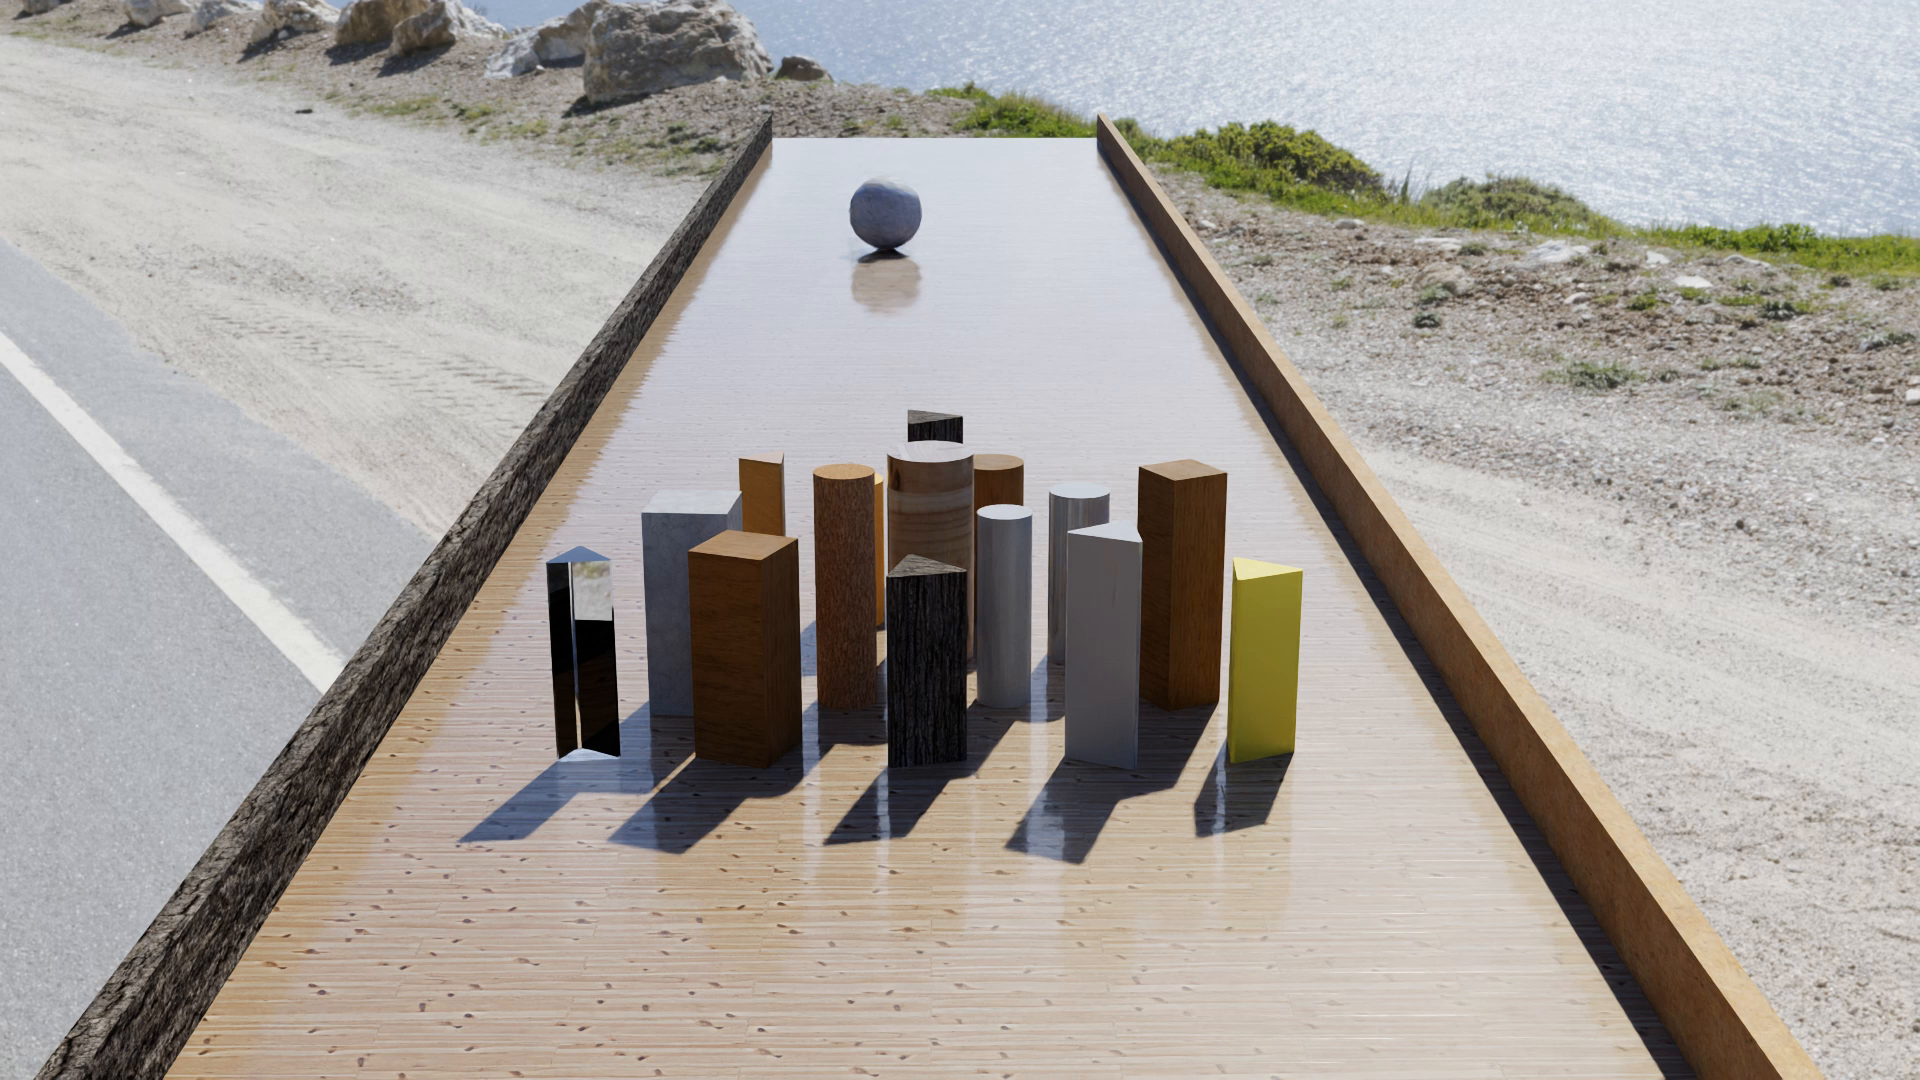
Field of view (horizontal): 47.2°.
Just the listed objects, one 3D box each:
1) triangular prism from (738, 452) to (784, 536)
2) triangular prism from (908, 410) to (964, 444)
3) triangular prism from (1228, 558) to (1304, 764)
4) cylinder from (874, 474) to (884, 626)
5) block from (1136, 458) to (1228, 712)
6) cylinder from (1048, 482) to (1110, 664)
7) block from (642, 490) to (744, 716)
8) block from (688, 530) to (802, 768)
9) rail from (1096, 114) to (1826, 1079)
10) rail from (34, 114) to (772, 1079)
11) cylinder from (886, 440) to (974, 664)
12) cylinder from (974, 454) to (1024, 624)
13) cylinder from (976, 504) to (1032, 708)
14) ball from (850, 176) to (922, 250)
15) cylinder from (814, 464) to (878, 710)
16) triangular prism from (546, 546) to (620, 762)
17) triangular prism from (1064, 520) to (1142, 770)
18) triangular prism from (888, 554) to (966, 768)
[{"bbox_3d":[-0.374,0.029,4.410,0.098,0.409,0.085,9,19,27],"label":"triangular prism"},{"bbox_3d":[-0.083,-0.101,4.922,0.138,0.368,0.120,-10,19,-31],"label":"triangular prism"},{"bbox_3d":[0.517,0.209,3.925,0.133,0.341,0.115,-8,18,-25],"label":"triangular prism"},{"bbox_3d":[-0.230,0.020,4.620,0.142,0.307,0.142,0,17,0],"label":"cylinder"},{"bbox_3d":[0.414,0.085,4.151,0.119,0.451,0.119,-9,19,-28],"label":"block"},{"bbox_3d":[0.237,0.066,4.400,0.121,0.344,0.121,0,17,0],"label":"cylinder"},{"bbox_3d":[-0.497,0.118,4.140,0.158,0.394,0.158,1,17,4],"label":"block"},{"bbox_3d":[-0.379,0.192,3.904,0.142,0.385,0.142,7,18,22],"label":"block"},{"bbox_3d":[0.932,-0.844,7.801,0.050,0.150,12.000,0,17,-1],"label":"rail"},{"bbox_3d":[-1.118,-0.838,7.780,0.050,0.150,12.000,0,17,-1],"label":"rail"},{"bbox_3d":[-0.058,0.030,4.377,0.173,0.426,0.173,0,17,0],"label":"cylinder"},{"bbox_3d":[0.066,-0.001,4.638,0.136,0.338,0.136,0,17,0],"label":"cylinder"},{"bbox_3d":[0.084,0.125,4.153,0.104,0.371,0.104,0,17,0],"label":"cylinder"},{"bbox_3d":[-0.317,-1.396,9.373,0.312,0.312,0.312,0,17,0],"label":"ball"},{"bbox_3d":[-0.215,0.088,4.139,0.114,0.450,0.114,0,17,0],"label":"cylinder"},{"bbox_3d":[-0.667,0.201,3.905,0.109,0.369,0.095,-2,17,-8],"label":"triangular prism"},{"bbox_3d":[0.274,0.180,3.889,0.138,0.418,0.119,8,18,25],"label":"triangular prism"},{"bbox_3d":[-0.073,0.211,3.901,0.141,0.352,0.122,-4,17,-15],"label":"triangular prism"}]
